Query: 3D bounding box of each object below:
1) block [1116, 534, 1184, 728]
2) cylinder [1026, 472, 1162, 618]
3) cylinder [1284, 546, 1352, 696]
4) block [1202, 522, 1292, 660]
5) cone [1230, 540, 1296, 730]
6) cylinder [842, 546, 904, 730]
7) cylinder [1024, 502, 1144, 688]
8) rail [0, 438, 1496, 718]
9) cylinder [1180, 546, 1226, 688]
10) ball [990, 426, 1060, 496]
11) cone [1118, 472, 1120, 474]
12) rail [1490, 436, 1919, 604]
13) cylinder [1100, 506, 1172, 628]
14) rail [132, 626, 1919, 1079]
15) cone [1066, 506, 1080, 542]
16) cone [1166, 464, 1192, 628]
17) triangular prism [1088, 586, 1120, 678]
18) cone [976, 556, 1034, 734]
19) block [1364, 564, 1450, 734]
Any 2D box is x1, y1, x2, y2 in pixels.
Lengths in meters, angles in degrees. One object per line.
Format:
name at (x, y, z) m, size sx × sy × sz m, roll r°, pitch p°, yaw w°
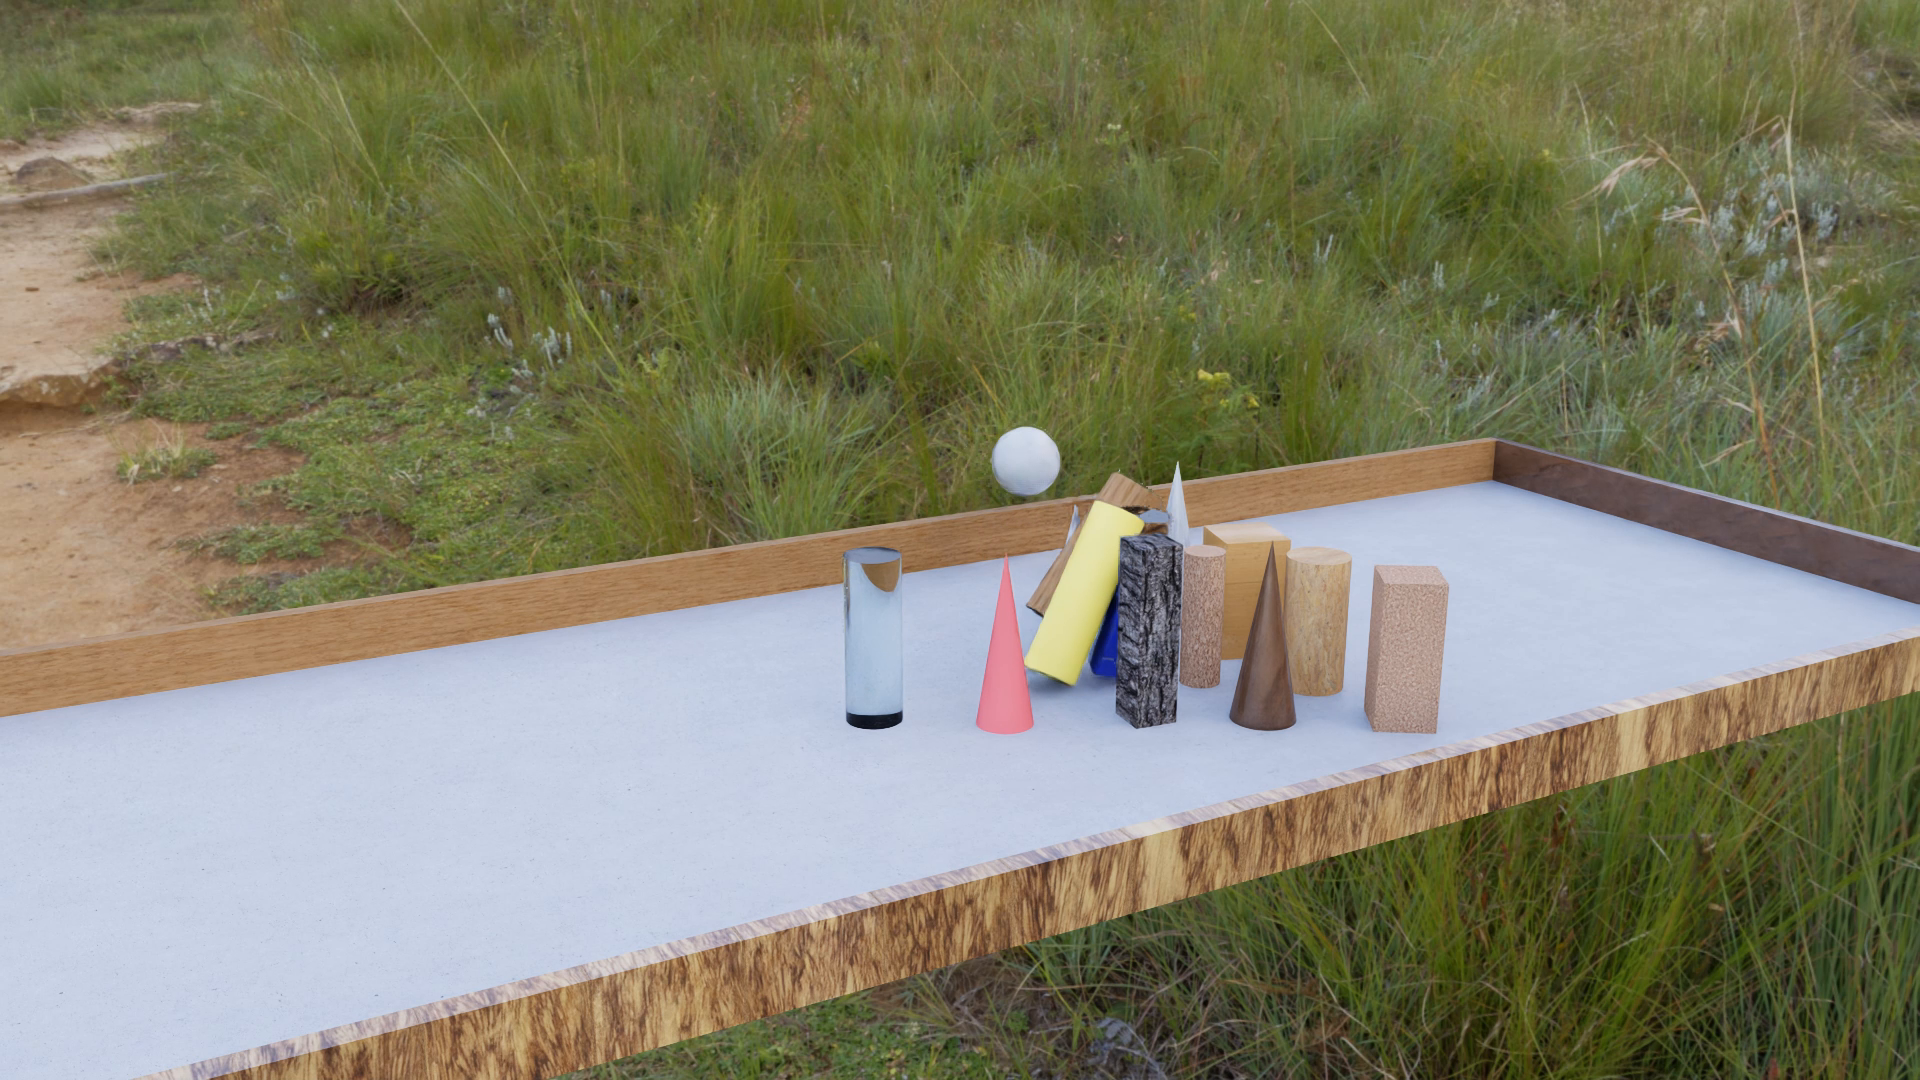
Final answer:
block at (0.441, 0.212, 3.857) m, size 0.106 × 0.437 × 0.106 m, roll -7°, pitch 18°, yaw -21°
cylinder at (0.362, 0.040, 4.449) m, size 0.158 × 0.430 × 0.158 m, roll 33°, pitch -3°, yaw 2°
cylinder at (0.877, 0.200, 4.075) m, size 0.157 × 0.338 × 0.157 m, roll 0°, pitch 16°, yaw 0°
block at (0.748, 0.132, 4.345) m, size 0.174 × 0.315 × 0.174 m, roll -3°, pitch 17°, yaw -11°
cone at (0.719, 0.210, 3.855) m, size 0.158 × 0.443 × 0.158 m, roll 0°, pitch 16°, yaw 0°
cylinder at (-0.203, 0.229, 3.857) m, size 0.136 × 0.405 × 0.136 m, roll 0°, pitch 16°, yaw 0°
cylinder at (0.308, 0.134, 4.103) m, size 0.137 × 0.446 × 0.137 m, roll 24°, pitch -7°, yaw 3°
rail at (-3.305, 0.497, 3.399) m, size 12.000 × 0.150 × 0.050 m, roll -9°, pitch 18°, yaw -27°
cylinder at (0.602, 0.191, 4.100) m, size 0.102 × 0.342 × 0.102 m, roll 0°, pitch 16°, yaw 0°
ball at (0.203, -0.243, 5.112) m, size 0.215 × 0.215 × 0.215 m, roll 0°, pitch 16°, yaw 0°
cone at (0.463, -0.035, 4.836) m, size 0.134 × 0.360 × 0.134 m, roll 0°, pitch 16°, yaw 0°
rail at (2.466, -0.048, 5.253) m, size 0.050 × 0.150 × 2.100 m, roll -9°, pitch 18°, yaw -27°
cylinder at (0.459, 0.103, 4.339) m, size 0.135 × 0.359 × 0.135 m, roll 7°, pitch 18°, yaw -2°
rail at (-2.336, 1.006, 1.665) m, size 12.000 × 0.150 × 0.050 m, roll -9°, pitch 18°, yaw -27°
cone at (0.321, 0.049, 4.612) m, size 0.137 × 0.324 × 0.137 m, roll 0°, pitch 16°, yaw 0°
cone at (0.592, 0.002, 4.544) m, size 0.175 × 0.454 × 0.175 m, roll 0°, pitch 16°, yaw 0°
triangular prism at (0.415, 0.170, 4.124) m, size 0.125 × 0.333 × 0.108 m, roll 11°, pitch 17°, yaw -37°
cone at (0.106, 0.229, 3.829) m, size 0.137 × 0.421 × 0.137 m, roll 0°, pitch 16°, yaw 0°
block at (1.039, 0.254, 3.847) m, size 0.144 × 0.363 × 0.144 m, roll 1°, pitch 16°, yaw 4°
